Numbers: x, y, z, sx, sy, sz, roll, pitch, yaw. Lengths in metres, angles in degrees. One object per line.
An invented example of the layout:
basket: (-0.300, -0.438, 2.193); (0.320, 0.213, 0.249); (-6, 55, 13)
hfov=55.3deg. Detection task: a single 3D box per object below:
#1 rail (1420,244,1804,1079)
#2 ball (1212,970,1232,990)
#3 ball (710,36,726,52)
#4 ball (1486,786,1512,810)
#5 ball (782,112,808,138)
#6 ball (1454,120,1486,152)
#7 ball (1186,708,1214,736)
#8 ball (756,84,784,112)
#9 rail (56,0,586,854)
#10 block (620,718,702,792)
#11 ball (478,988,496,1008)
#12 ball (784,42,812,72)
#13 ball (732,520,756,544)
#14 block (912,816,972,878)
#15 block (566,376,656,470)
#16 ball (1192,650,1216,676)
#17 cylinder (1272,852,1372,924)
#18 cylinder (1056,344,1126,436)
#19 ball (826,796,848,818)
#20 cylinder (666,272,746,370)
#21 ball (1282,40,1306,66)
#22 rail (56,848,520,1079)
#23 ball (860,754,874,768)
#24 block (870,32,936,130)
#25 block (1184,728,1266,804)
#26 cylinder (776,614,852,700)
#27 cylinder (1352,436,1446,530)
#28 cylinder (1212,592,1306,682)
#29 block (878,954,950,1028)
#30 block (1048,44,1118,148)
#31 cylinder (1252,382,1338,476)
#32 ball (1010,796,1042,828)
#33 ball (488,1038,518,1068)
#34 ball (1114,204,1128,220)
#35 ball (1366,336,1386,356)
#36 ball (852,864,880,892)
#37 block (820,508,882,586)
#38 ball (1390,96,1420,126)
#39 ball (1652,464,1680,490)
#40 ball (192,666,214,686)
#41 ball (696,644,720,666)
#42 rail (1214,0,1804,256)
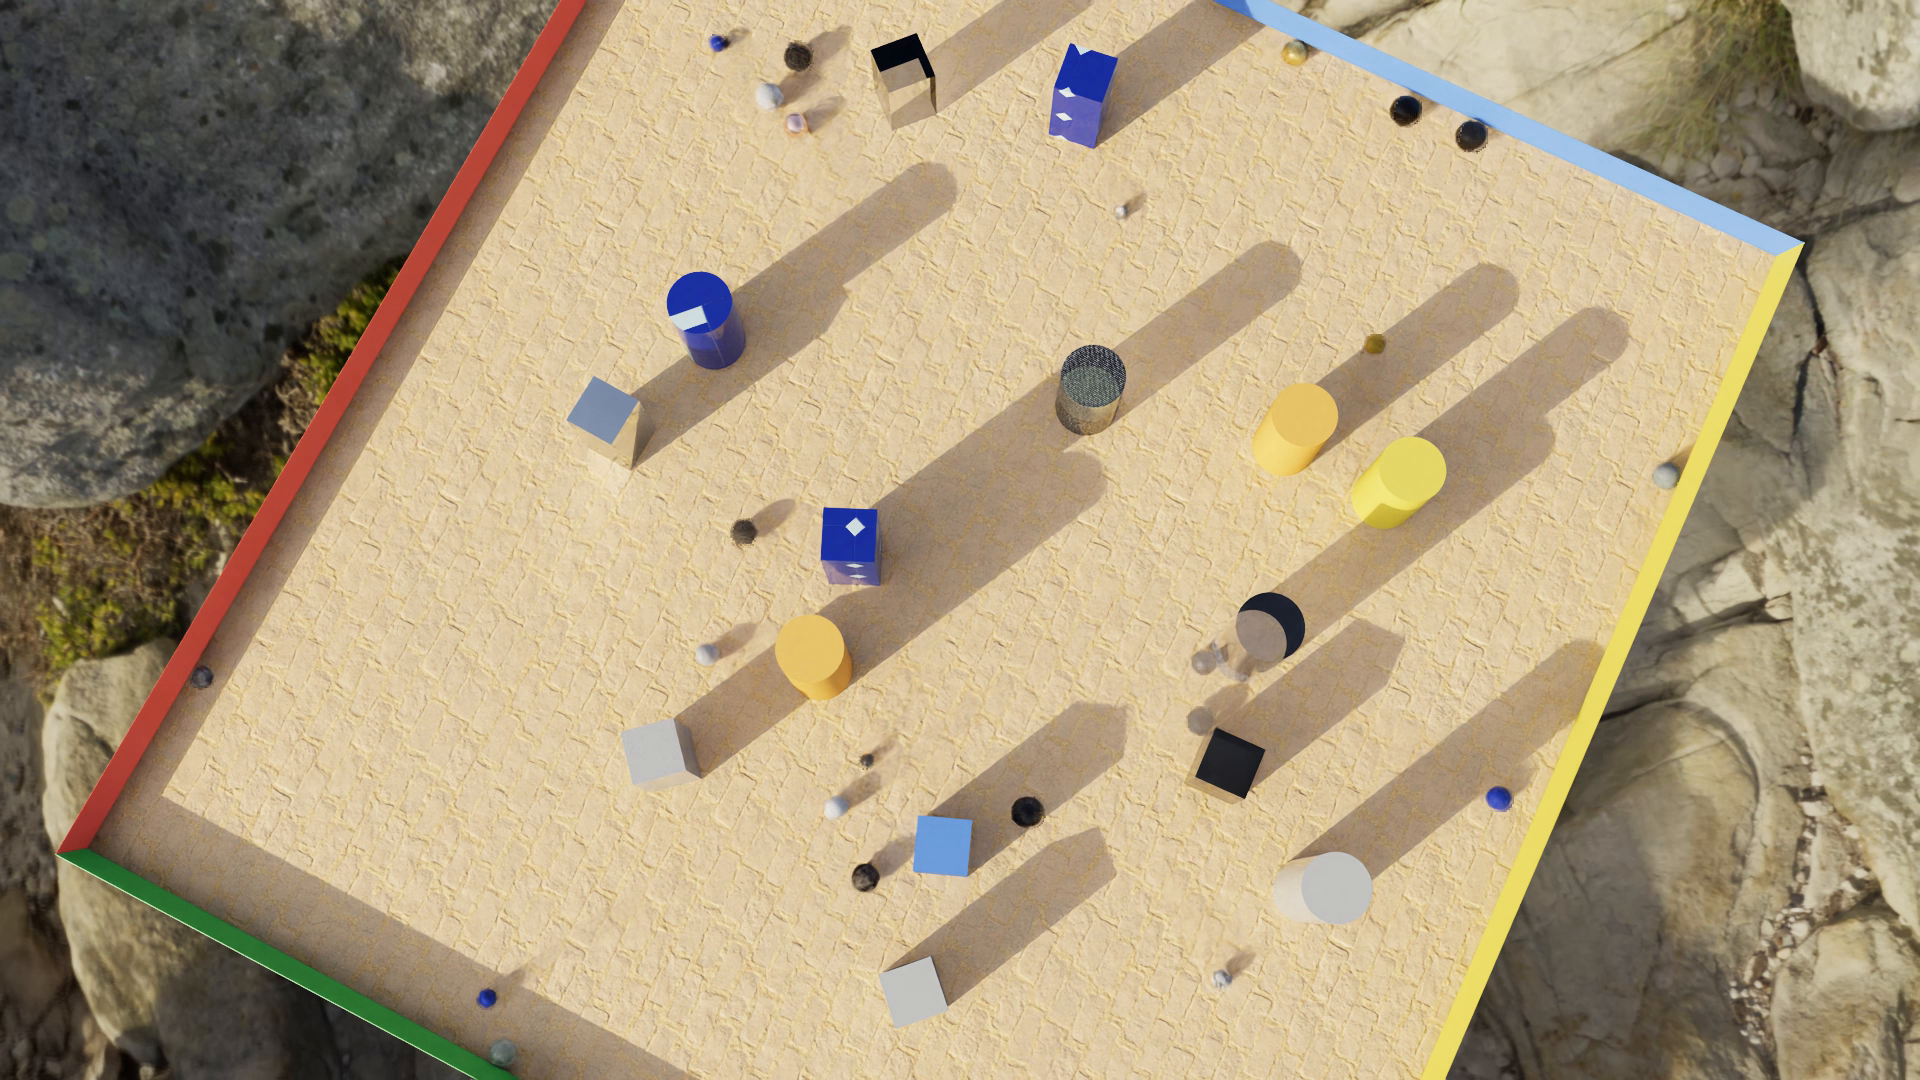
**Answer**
rail: (1.699, 0.839, 5.378); (0.045, 0.126, 4.015); (26, 80, 5)
ball: (0.760, 1.277, 5.324); (0.055, 0.055, 0.055); (0, 78, 0)
ball: (-0.783, -1.603, 5.921); (0.052, 0.052, 0.052); (0, 78, 0)
ball: (1.593, 0.764, 5.422); (0.071, 0.071, 0.071); (0, 78, 0)
ball: (-0.525, -1.323, 5.849); (0.080, 0.080, 0.080); (0, 78, 0)
ball: (1.625, -1.285, 5.833); (0.097, 0.097, 0.097); (0, 78, 0)
ball: (0.716, 0.541, 5.463); (0.082, 0.082, 0.082); (0, 78, 0)
ball: (-0.610, -1.417, 5.866); (0.087, 0.087, 0.087); (0, 78, 0)
rail: (-1.699, -0.825, 5.722); (0.045, 0.126, 4.015); (26, 80, 5)
block: (-0.866, 0.628, 5.323); (0.155, 0.320, 0.155); (-15, 79, -3)
ball: (-1.370, 1.328, 5.315); (0.053, 0.053, 0.053); (0, 78, 0)
ball: (-0.522, -1.554, 5.892); (0.089, 0.089, 0.089); (0, 78, 0)
ball: (-0.657, -0.024, 5.583); (0.075, 0.075, 0.075); (0, 78, 0)
block: (-0.050, 0.888, 5.304); (0.155, 0.253, 0.155); (5, 78, 1)
block: (-1.047, -0.348, 5.524); (0.155, 0.322, 0.155); (29, 80, 6)
ball: (0.732, 0.368, 5.502); (0.076, 0.076, 0.076); (0, 78, 0)
cylinder: (1.018, 0.986, 5.175); (0.193, 0.464, 0.193); (0, 78, 0)
cylinder: (0.393, -0.450, 5.547); (0.193, 0.319, 0.193); (0, 78, 0)
ball: (-0.365, 0.789, 5.418); (0.068, 0.068, 0.068); (0, 78, 0)
cylinder: (-0.768, -0.663, 5.571); (0.193, 0.358, 0.193); (0, 78, 0)
ball: (1.077, -1.568, 5.901); (0.078, 0.078, 0.078); (0, 78, 0)
rail: (-0.887, 1.744, 5.190); (3.847, 0.126, 0.045); (26, 80, 5)
ball: (-0.277, 0.657, 5.458); (0.043, 0.043, 0.043); (0, 78, 0)
block: (-0.176, -1.440, 5.774); (0.155, 0.276, 0.155); (-21, 79, -4)
block: (0.771, 0.662, 5.348); (0.155, 0.258, 0.155); (24, 79, 5)
cylinder: (-0.421, 0.346, 5.332); (0.193, 0.417, 0.193); (0, 78, 0)
cylinder: (1.303, -0.166, 5.459); (0.193, 0.375, 0.193); (0, 78, 0)
cylinder: (0.860, 0.288, 5.313); (0.193, 0.477, 0.193); (0, 78, 0)
block: (-0.130, 1.283, 5.215); (0.155, 0.267, 0.155); (-19, 79, -4)
block: (0.383, -1.384, 5.730); (0.155, 0.338, 0.155); (19, 79, 4)
cylinder: (1.002, -0.328, 5.501); (0.193, 0.359, 0.193); (0, 78, 0)
ball: (0.197, 0.803, 5.402); (0.095, 0.095, 0.095); (0, 78, 0)
ball: (-1.313, 1.475, 5.269); (0.083, 0.083, 0.083); (0, 78, 0)
ball: (0.509, -1.038, 5.807); (0.047, 0.047, 0.047); (0, 78, 0)
ball: (1.294, -0.606, 5.711); (0.060, 0.060, 0.060); (0, 78, 0)
ball: (-0.278, 0.990, 5.370); (0.081, 0.081, 0.081); (0, 78, 0)
block: (-0.317, 0.023, 5.417); (0.155, 0.380, 0.155); (2, 78, 0)
ball: (1.421, -1.370, 5.851); (0.096, 0.096, 0.096); (0, 78, 0)
ball: (2.165, -0.195, 5.616); (0.081, 0.081, 0.081); (0, 78, 0)
ball: (-2.274, 0.410, 5.500); (0.062, 0.062, 0.062); (0, 78, 0)
ball: (-0.757, 0.345, 5.510); (0.069, 0.069, 0.069); (0, 78, 0)
rail: (0.887, -1.731, 5.910); (3.847, 0.126, 0.045); (26, 80, 5)
